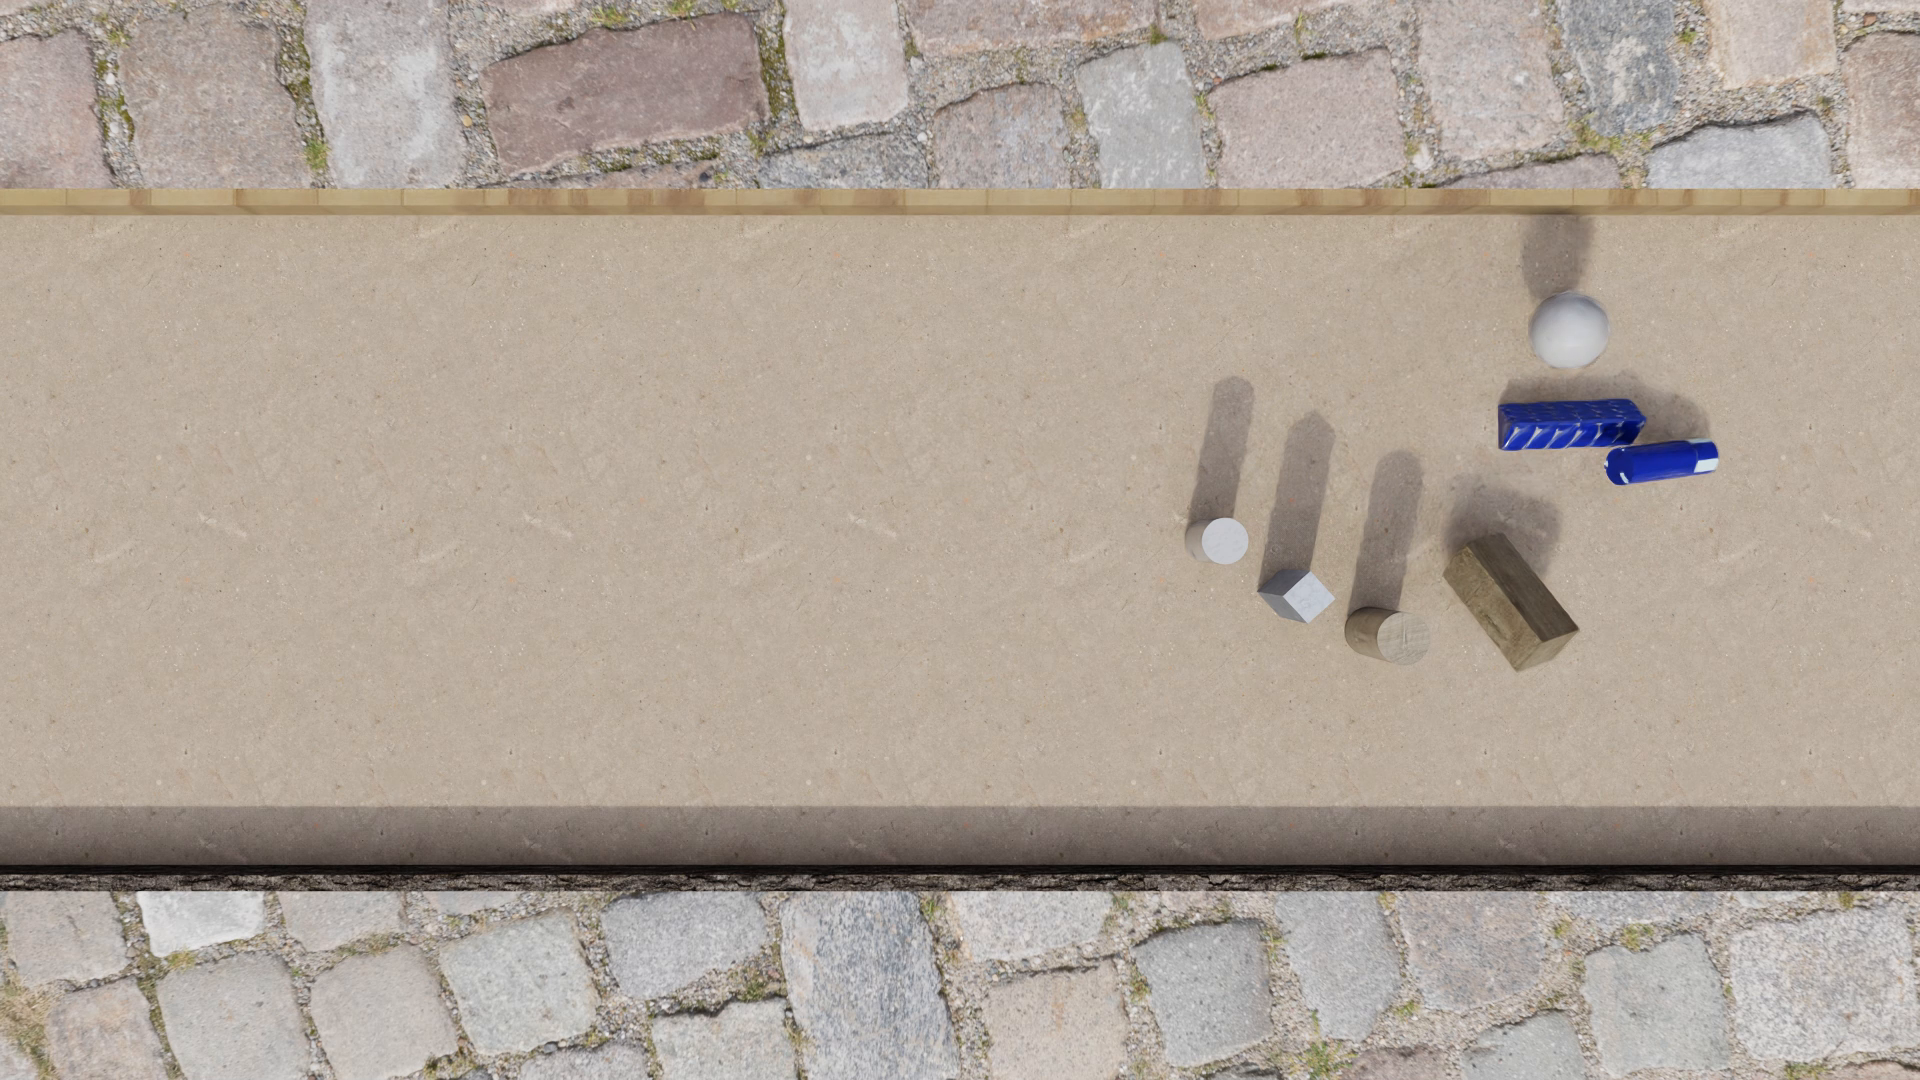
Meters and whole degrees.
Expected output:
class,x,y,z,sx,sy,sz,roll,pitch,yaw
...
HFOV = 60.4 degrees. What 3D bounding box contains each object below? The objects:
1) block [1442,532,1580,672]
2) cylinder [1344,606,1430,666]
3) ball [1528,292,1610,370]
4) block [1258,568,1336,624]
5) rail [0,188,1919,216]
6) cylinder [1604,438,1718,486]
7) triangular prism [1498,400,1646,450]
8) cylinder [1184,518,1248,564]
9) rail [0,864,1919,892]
class,x,y,z,sx,sy,sz,roll,pitch,yaw
block,1.630,0.182,4.895,0.153,0.153,0.374,-15,58,-27
cylinder,1.259,0.280,4.877,0.152,0.399,0.152,0,90,0
ball,1.783,-0.613,4.833,0.228,0.228,0.228,0,90,0
block,0.988,0.162,4.871,0.106,0.411,0.106,-42,90,0
rail,-2.247,-1.025,5.002,12.000,0.150,0.050,0,90,0
cylinder,2.107,-0.237,4.951,0.348,0.112,0.112,-7,90,-26
triangular prism,1.858,-0.354,5.012,0.405,0.122,0.140,-2,90,0
cylinder,0.758,0.003,4.894,0.133,0.366,0.133,0,90,0
rail,-2.247,1.025,5.001,12.000,0.150,0.050,0,90,0
